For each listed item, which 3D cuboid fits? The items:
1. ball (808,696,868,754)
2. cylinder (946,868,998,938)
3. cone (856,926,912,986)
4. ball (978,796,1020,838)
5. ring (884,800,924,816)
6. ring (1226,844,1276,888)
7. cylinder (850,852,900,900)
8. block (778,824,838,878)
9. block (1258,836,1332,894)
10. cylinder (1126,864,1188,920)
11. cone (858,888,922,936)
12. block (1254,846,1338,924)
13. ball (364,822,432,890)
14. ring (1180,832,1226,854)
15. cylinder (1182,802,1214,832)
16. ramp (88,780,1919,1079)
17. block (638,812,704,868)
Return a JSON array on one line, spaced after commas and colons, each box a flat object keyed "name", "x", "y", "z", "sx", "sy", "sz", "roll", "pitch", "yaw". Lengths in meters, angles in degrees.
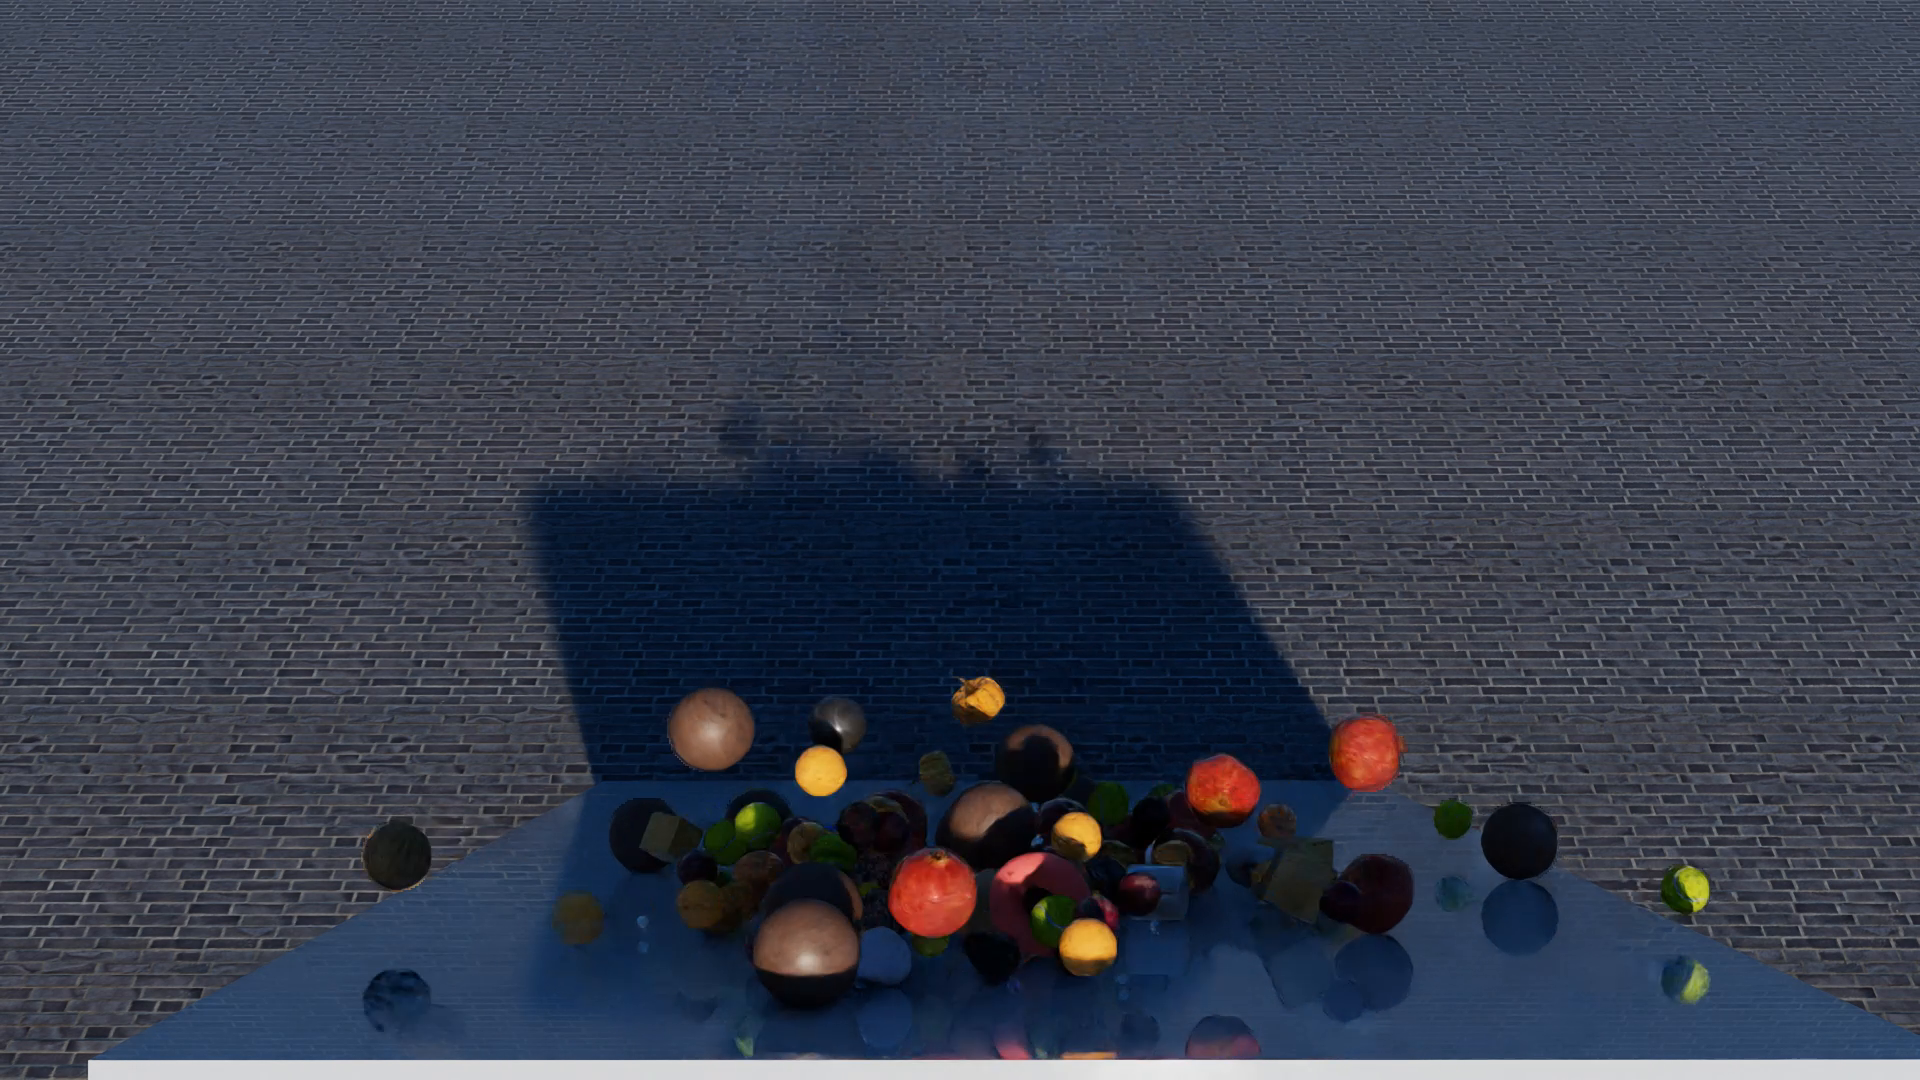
[{"name": "ball", "x": -0.179, "y": 0.271, "z": 3.791, "sx": 0.087, "sy": 0.087, "sz": 0.087, "roll": 0, "pitch": 33, "yaw": 0}, {"name": "cylinder", "x": 0.032, "y": 0.508, "z": 3.635, "sx": 0.074, "sy": 0.074, "sz": 0.074, "roll": 24, "pitch": 45, "yaw": -27}, {"name": "cone", "x": -0.112, "y": 0.531, "z": 3.229, "sx": 0.078, "sy": 0.078, "sz": 0.078, "roll": 16, "pitch": 18, "yaw": 23}, {"name": "ball", "x": 0.078, "y": 0.558, "z": 5.225, "sx": 0.082, "sy": 0.082, "sz": 0.082, "roll": 0, "pitch": 33, "yaw": 0}, {"name": "ring", "x": -0.123, "y": 0.594, "z": 5.737, "sx": 0.090, "sy": 0.030, "sz": 0.090, "roll": 1, "pitch": 0, "yaw": 0}, {"name": "ring", "x": 0.481, "y": 0.530, "z": 4.208, "sx": 0.100, "sy": 0.100, "sz": 0.033, "roll": 3, "pitch": 48, "yaw": 5}, {"name": "cylinder", "x": -0.132, "y": 0.531, "z": 4.038, "sx": 0.066, "sy": 0.066, "sz": 0.066, "roll": -8, "pitch": 51, "yaw": 10}, {"name": "block", "x": -0.267, "y": 0.545, "z": 4.547, "sx": 0.082, "sy": 0.082, "sz": 0.082, "roll": 0, "pitch": -1, "yaw": 18}, {"name": "block", "x": 0.550, "y": 0.537, "z": 4.262, "sx": 0.087, "sy": 0.087, "sz": 0.087, "roll": 1, "pitch": -1, "yaw": -44}, {"name": "cylinder", "x": 0.298, "y": 0.533, "z": 3.921, "sx": 0.083, "sy": 0.083, "sz": 0.083, "roll": 0, "pitch": 32, "yaw": 15}, {"name": "cone", "x": -0.081, "y": 0.508, "z": 3.469, "sx": 0.079, "sy": 0.079, "sz": 0.079, "roll": 12, "pitch": 23, "yaw": -35}, {"name": "block", "x": 0.500, "y": 0.512, "z": 3.854, "sx": 0.085, "sy": 0.085, "sz": 0.085, "roll": 26, "pitch": -6, "yaw": 2}, {"name": "ball", "x": -0.828, "y": 0.466, "z": 3.819, "sx": 0.098, "sy": 0.098, "sz": 0.098, "roll": 0, "pitch": 33, "yaw": 0}, {"name": "ring", "x": 0.450, "y": 0.575, "z": 4.915, "sx": 0.106, "sy": 0.035, "sz": 0.106, "roll": -4, "pitch": -3, "yaw": 0}, {"name": "cylinder", "x": 0.485, "y": 0.567, "z": 5.297, "sx": 0.053, "sy": 0.053, "sz": 0.053, "roll": -4, "pitch": 5, "yaw": -7}, {"name": "ramp", "x": 0.073, "y": 0.640, "z": 4.754, "sx": 2.000, "sy": 0.100, "sz": 4.000, "roll": 0, "pitch": -1, "yaw": 0}, {"name": "block", "x": -0.460, "y": 0.477, "z": 4.134, "sx": 0.062, "sy": 0.062, "sz": 0.062, "roll": 7, "pitch": 68, "yaw": 37}]
